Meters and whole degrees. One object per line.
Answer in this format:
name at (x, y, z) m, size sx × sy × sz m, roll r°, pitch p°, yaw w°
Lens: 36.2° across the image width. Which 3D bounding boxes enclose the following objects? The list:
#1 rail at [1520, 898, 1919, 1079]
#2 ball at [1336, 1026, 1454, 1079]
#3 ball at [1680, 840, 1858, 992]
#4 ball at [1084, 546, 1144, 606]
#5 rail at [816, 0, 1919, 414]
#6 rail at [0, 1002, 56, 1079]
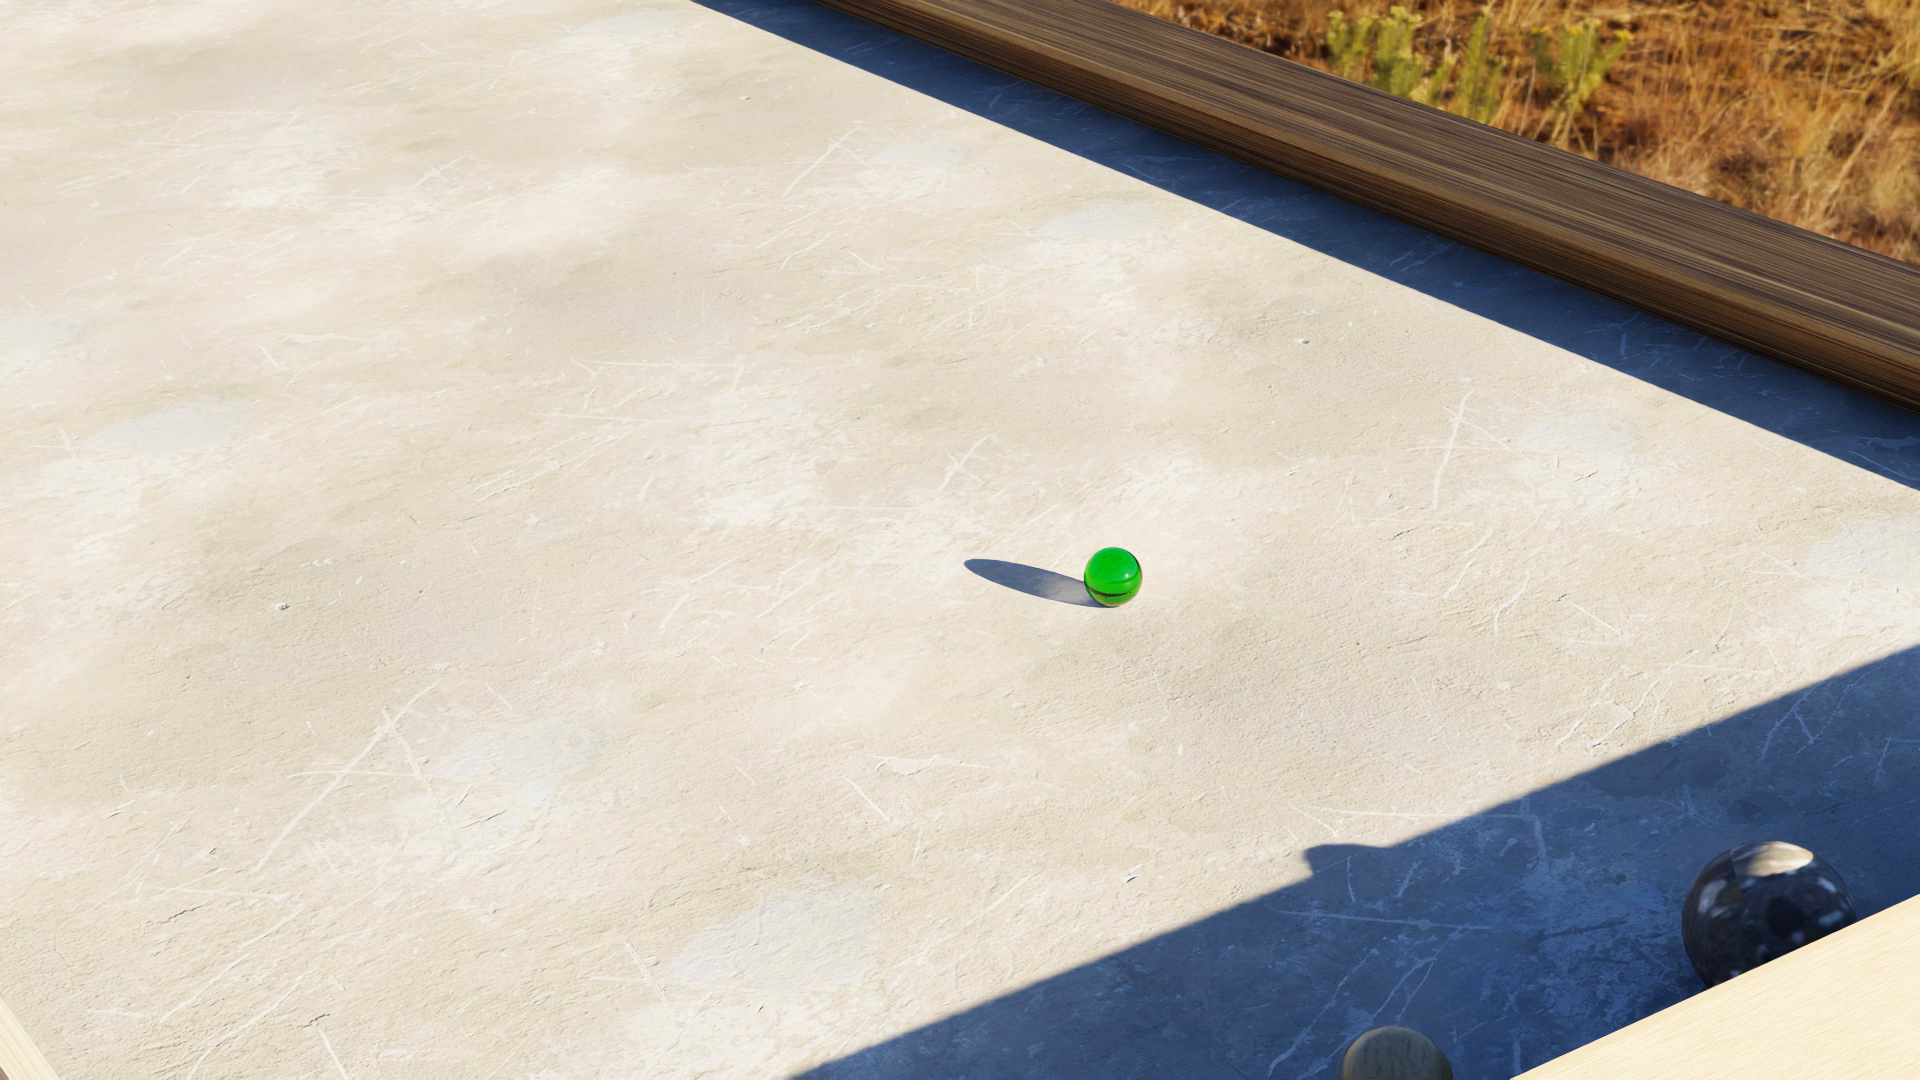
rail at (0.476, 0.247, 1.595) m, size 1.735 × 0.128 × 0.045 m, roll -16°, pitch 29°, yaw -31°
ball at (0.233, 0.292, 1.577) m, size 0.063 × 0.063 × 0.063 m, roll 0°, pitch 24°, yaw 0°
ball at (0.465, 0.222, 1.689) m, size 0.098 × 0.098 × 0.098 m, roll 0°, pitch 24°, yaw 0°
ball at (0.114, 0.027, 2.189) m, size 0.045 × 0.045 × 0.045 m, roll 0°, pitch 24°, yaw 0°
rail at (0.204, -0.521, 3.307) m, size 0.045 × 0.128 × 3.445 m, roll -16°, pitch 29°, yaw -31°
rail at (-1.184, -0.128, 2.432) m, size 0.045 × 0.128 × 3.445 m, roll -16°, pitch 29°, yaw -31°
